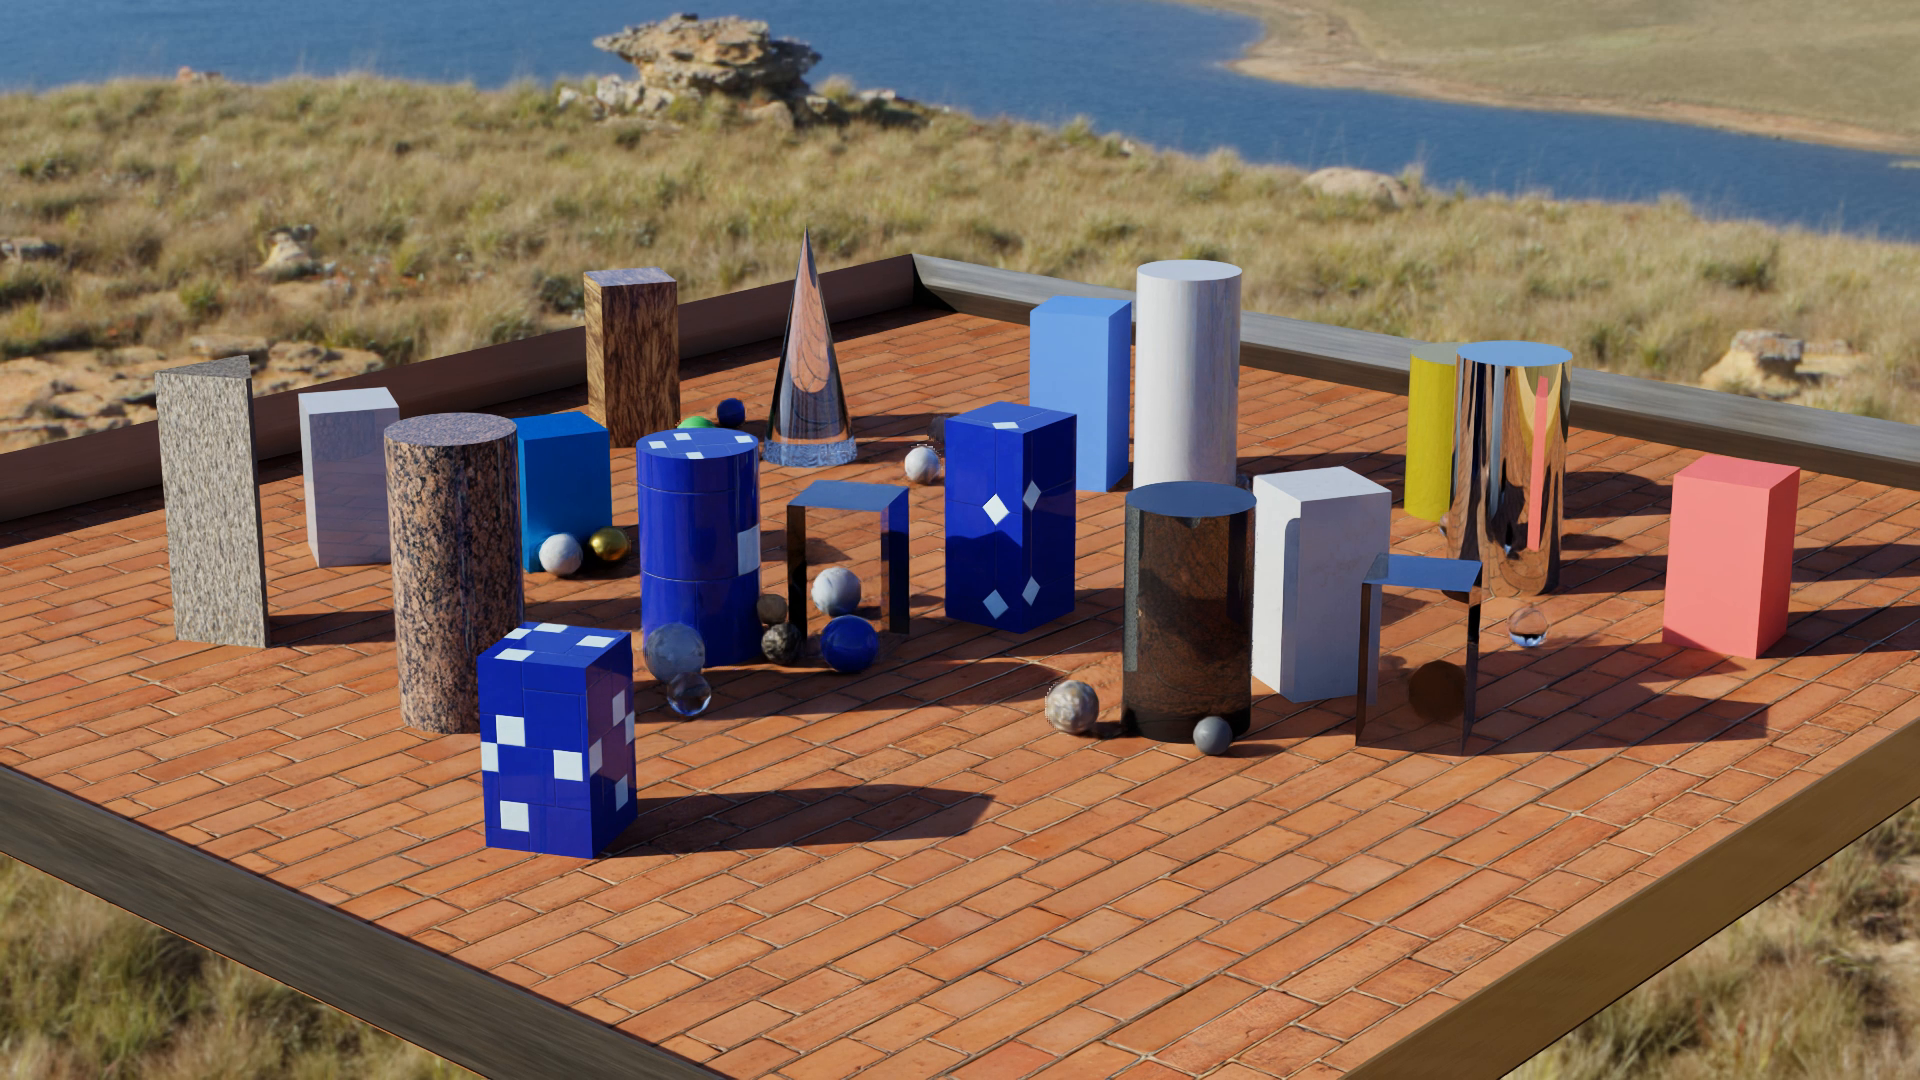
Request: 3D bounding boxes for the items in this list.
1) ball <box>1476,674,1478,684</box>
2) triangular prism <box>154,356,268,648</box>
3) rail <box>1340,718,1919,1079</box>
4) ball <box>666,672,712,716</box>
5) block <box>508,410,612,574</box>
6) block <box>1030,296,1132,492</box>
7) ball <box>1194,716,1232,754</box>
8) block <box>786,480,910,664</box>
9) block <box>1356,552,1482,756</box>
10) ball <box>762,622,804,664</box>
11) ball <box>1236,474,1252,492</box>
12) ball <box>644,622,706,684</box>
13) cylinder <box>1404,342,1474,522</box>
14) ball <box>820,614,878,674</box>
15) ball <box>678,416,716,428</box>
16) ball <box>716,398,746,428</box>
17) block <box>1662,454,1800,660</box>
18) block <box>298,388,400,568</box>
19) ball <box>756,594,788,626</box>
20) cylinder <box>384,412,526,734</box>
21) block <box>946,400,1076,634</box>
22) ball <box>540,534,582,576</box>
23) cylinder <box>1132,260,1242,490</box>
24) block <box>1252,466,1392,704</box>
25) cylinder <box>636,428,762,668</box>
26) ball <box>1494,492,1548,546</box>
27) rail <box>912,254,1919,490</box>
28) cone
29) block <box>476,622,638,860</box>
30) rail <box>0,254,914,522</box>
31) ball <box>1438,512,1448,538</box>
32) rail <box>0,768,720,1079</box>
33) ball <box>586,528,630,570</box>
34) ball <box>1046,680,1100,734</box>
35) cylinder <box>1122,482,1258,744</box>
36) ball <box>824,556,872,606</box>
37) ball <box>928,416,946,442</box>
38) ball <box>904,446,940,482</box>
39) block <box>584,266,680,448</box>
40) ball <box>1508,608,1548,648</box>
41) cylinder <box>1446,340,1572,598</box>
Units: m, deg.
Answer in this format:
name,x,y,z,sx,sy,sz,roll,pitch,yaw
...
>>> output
name,x,y,z,sx,sy,sz,roll,pitch,yaw
ball,0.758,0.216,4.570,0.096,0.096,0.096,0,17,0
triangular prism,-1.210,-0.068,4.887,0.172,0.458,0.149,5,17,15
rail,1.244,0.344,4.086,0.045,0.129,3.480,14,22,39
ball,-0.420,0.238,4.546,0.068,0.068,0.068,0,17,0
block,-0.736,-0.089,5.324,0.159,0.246,0.159,-8,19,-25
block,0.238,-0.291,5.812,0.159,0.352,0.159,6,18,19
ball,0.378,0.292,4.385,0.058,0.058,0.058,0,17,0
block,-0.183,0.051,4.838,0.159,0.259,0.159,5,17,15
block,0.695,0.172,4.437,0.159,0.259,0.159,5,17,16
ball,-0.288,0.168,4.776,0.070,0.070,0.070,0,17,0
ball,0.546,-0.107,5.727,0.045,0.045,0.045,0,17,0
ball,-0.455,0.181,4.681,0.099,0.099,0.099,0,17,0
cylinder,0.955,-0.206,5.606,0.199,0.307,0.199,0,17,0
ball,-0.179,0.168,4.735,0.094,0.094,0.094,0,17,0
ball,-0.538,-0.207,5.982,0.091,0.091,0.091,0,17,0
ball,-0.487,-0.271,6.248,0.062,0.062,0.062,0,17,0
block,1.280,0.025,4.869,0.159,0.289,0.159,11,20,31
block,-1.106,-0.115,5.343,0.159,0.286,0.159,-6,18,-18
ball,-0.307,0.114,4.797,0.053,0.053,0.053,0,17,0
cylinder,-0.771,0.050,4.501,0.199,0.455,0.199,0,17,0
block,0.086,-0.041,4.986,0.159,0.348,0.159,12,20,34
ball,-0.712,0.027,5.231,0.077,0.077,0.077,0,17,0
cylinder,0.435,-0.291,5.620,0.199,0.461,0.199,0,17,0
block,0.569,0.069,4.655,0.159,0.329,0.159,-6,18,-20
cylinder,-0.426,0.011,4.810,0.199,0.352,0.199,0,17,0
ball,1.036,-0.038,5.409,0.099,0.099,0.099,0,17,0
rail,1.125,-0.341,6.361,3.342,0.129,0.045,14,22,39
cone,-0.309,-0.407,5.967,0.199,0.483,0.199,0,17,0
block,-0.555,0.275,4.061,0.159,0.277,0.159,5,17,16
rail,-1.244,-0.279,6.154,0.045,0.129,3.480,14,22,39
ball,0.917,-0.028,5.450,0.056,0.056,0.056,0,17,0
rail,-1.125,0.406,3.879,3.342,0.129,0.045,14,22,39
ball,-0.633,0.015,5.271,0.076,0.076,0.076,0,17,0
ball,0.172,0.255,4.468,0.082,0.082,0.082,0,17,0
cylinder,0.349,0.109,4.474,0.199,0.357,0.199,0,17,0
ball,-0.193,0.070,5.074,0.085,0.085,0.085,0,17,0
ball,-0.038,-0.232,6.132,0.054,0.054,0.054,0,17,0
ball,-0.075,-0.149,5.826,0.072,0.072,0.072,0,17,0
block,-0.685,-0.383,6.131,0.159,0.343,0.159,-6,18,-19
ball,0.940,0.145,4.860,0.066,0.066,0.066,0,17,0
cylinder,0.964,-0.126,5.157,0.199,0.414,0.199,0,17,0
